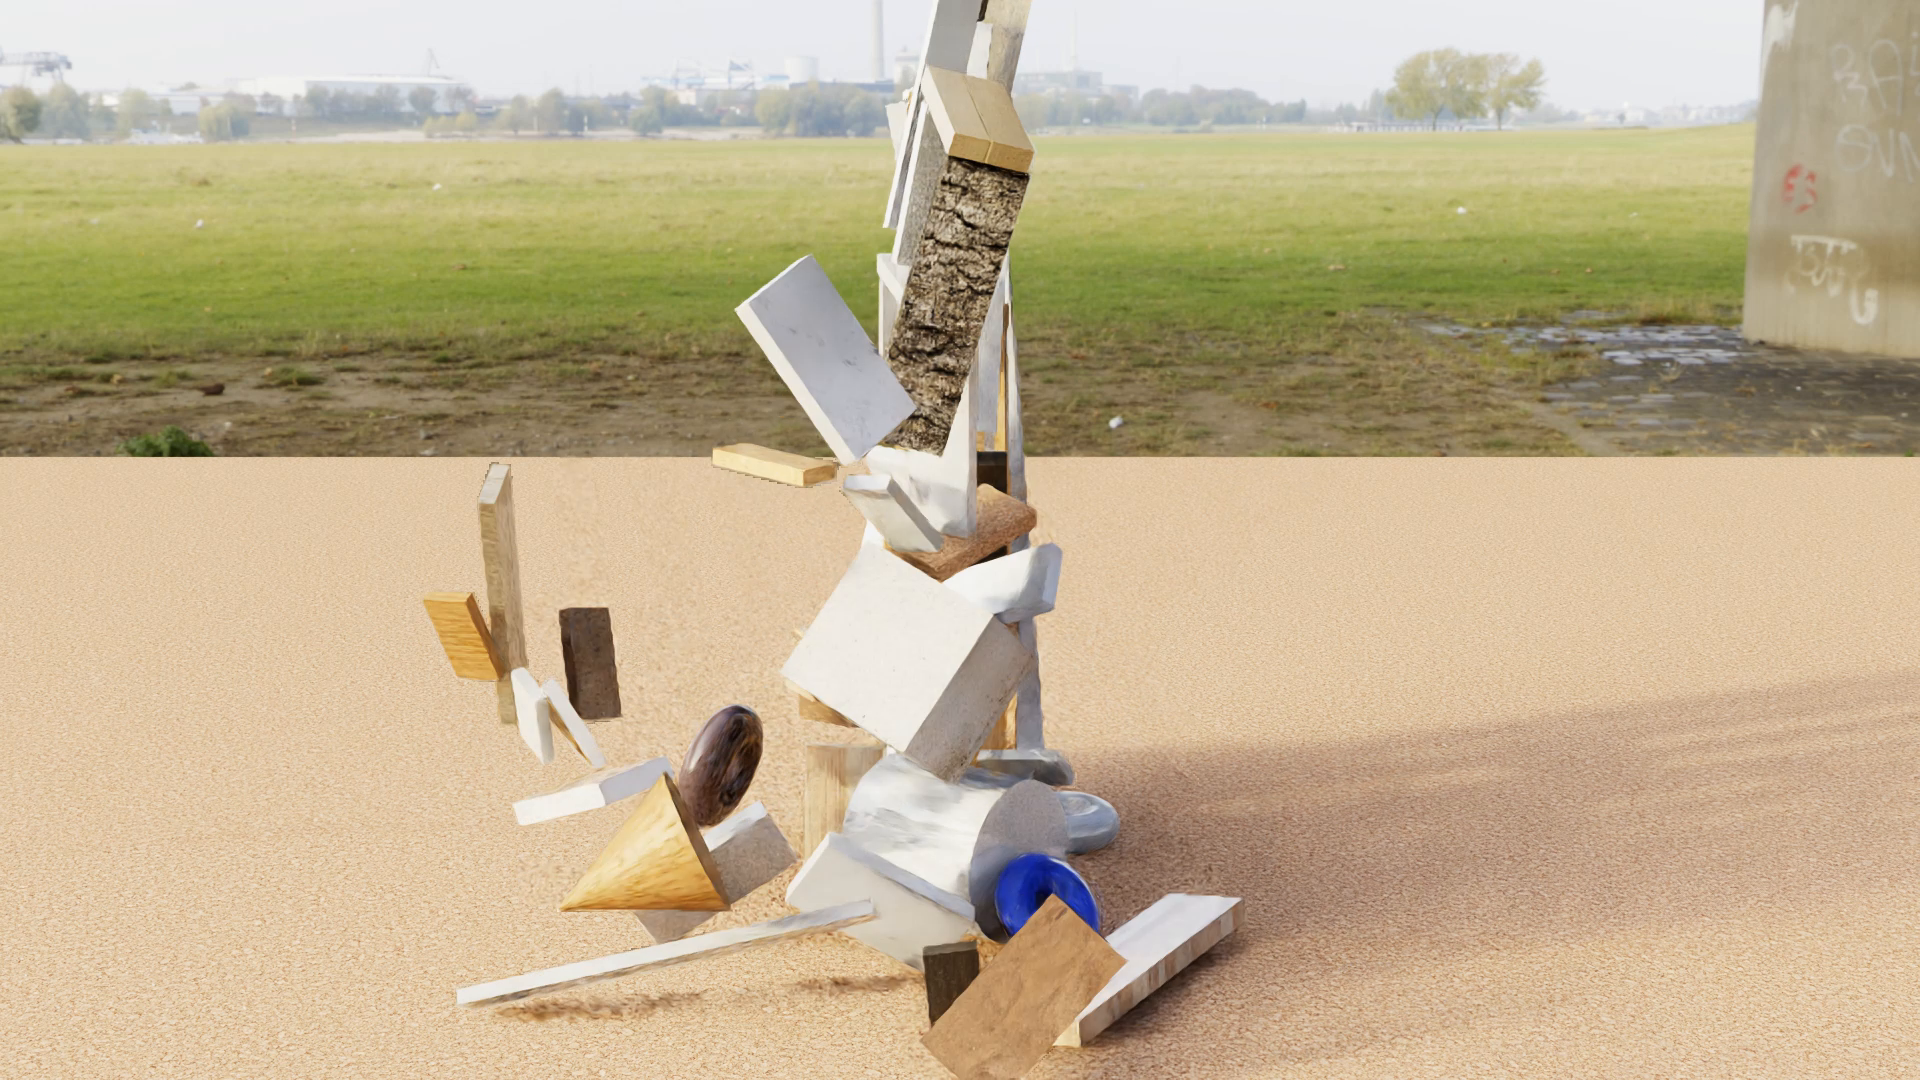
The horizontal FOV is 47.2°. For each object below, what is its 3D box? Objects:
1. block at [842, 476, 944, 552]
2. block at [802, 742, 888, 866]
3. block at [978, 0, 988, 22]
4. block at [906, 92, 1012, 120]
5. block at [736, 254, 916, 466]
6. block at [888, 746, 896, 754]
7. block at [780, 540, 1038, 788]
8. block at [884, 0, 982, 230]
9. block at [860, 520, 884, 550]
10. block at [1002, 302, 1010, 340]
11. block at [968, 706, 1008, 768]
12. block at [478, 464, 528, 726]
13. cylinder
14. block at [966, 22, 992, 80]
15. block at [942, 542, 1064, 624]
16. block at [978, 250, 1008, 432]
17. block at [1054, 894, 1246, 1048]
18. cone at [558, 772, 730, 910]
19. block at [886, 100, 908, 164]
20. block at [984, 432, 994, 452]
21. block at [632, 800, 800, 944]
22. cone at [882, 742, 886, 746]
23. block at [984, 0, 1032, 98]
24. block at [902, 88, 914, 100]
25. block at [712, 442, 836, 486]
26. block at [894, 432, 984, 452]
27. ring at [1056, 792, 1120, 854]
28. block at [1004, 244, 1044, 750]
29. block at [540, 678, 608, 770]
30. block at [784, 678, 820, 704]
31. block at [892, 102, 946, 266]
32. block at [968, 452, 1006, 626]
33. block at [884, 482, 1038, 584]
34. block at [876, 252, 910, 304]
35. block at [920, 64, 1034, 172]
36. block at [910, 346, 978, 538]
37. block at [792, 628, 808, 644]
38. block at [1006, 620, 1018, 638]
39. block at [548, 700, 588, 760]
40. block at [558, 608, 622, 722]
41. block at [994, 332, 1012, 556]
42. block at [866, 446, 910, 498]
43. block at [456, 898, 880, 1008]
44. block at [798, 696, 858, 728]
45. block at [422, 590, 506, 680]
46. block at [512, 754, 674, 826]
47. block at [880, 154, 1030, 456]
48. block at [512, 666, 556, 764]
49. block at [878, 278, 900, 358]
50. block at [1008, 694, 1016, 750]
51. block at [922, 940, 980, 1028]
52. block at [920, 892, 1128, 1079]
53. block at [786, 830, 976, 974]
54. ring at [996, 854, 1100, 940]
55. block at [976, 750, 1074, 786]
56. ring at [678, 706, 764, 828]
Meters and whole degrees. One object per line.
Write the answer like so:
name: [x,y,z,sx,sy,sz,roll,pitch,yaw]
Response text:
block: [-0.100,-0.039,3.304,0.082,0.023,0.165,2,-34,35]
block: [-0.190,0.467,3.611,0.130,0.260,0.037,2,2,11]
block: [0.010,-0.842,3.386,0.070,0.020,0.140,7,-16,-5]
block: [0.000,-0.670,3.588,0.174,0.049,0.347,1,23,0]
block: [-0.180,-0.245,2.986,0.129,0.258,0.037,-43,16,-32]
block: [-0.081,0.445,3.760,0.130,0.260,0.037,1,-22,34]
block: [-0.074,0.192,3.354,0.240,0.240,0.240,30,-7,25]
block: [-0.042,-0.651,3.352,0.070,0.370,0.020,10,8,-25]
block: [-0.131,0.079,3.717,0.032,0.228,0.114,-2,23,-46]
block: [-0.008,-0.336,3.797,0.143,0.040,0.285,4,31,9]
block: [0.005,0.399,3.849,0.157,0.314,0.044,0,-10,0]
block: [-0.671,0.089,3.240,0.023,0.452,0.082,6,42,1]
cylinder: [-0.008,0.487,3.512,0.259,0.259,0.259,8,13,37]
block: [0.008,-0.742,3.449,0.070,0.140,0.020,7,11,2]
block: [0.061,0.085,3.586,0.228,0.114,0.032,-18,-44,35]
block: [-0.017,-0.387,3.532,0.174,0.418,0.049,3,12,-3]
block: [0.249,0.626,3.249,0.129,0.037,0.563,-2,8,31]
cone: [-0.452,0.456,2.992,0.210,0.210,0.210,-26,14,-5]
block: [0.016,-0.162,4.134,0.056,1.321,0.016,-8,10,15]
block: [-0.014,-0.153,3.808,0.143,0.285,0.040,9,36,18]
block: [-0.386,0.518,3.403,0.252,0.126,0.036,-32,42,-6]
cone: [-0.005,0.428,4.237,0.248,0.248,0.248,25,6,-12]
block: [0.036,-0.821,3.512,0.136,0.273,0.039,13,2,0]
block: [-0.045,-0.816,4.011,0.112,0.016,0.056,-7,-10,40]
block: [-0.275,-0.112,3.245,0.165,0.023,0.082,14,15,29]
block: [-0.036,-0.162,3.583,0.112,0.032,0.223,1,2,-10]
ring: [0.183,0.505,3.942,0.206,0.069,0.206,1,12,0]
block: [0.065,-0.090,4.095,0.113,1.176,0.032,-2,10,11]
block: [-0.559,0.267,3.188,0.020,0.144,0.072,-33,2,-13]
block: [-0.206,0.235,3.682,0.160,0.023,0.080,-9,25,-44]
block: [-0.019,-0.525,3.300,0.121,0.241,0.034,7,15,-17]
block: [0.022,0.002,3.654,0.112,0.378,0.032,0,46,2]
block: [0.002,-0.011,3.443,0.114,0.032,0.228,28,43,35]
block: [-0.053,-0.392,3.350,0.104,0.029,0.208,-4,27,-15]
block: [0.023,-0.612,3.187,0.121,0.034,0.241,10,32,-18]
block: [-0.025,-0.177,3.343,0.104,0.348,0.029,13,27,27]
block: [-0.201,0.191,3.706,0.160,0.023,0.080,25,6,40]
block: [0.003,0.194,3.981,0.157,0.044,0.314,2,11,11]
block: [-0.599,0.285,3.342,0.072,0.020,0.144,42,-12,23]
block: [-0.561,0.188,3.338,0.023,0.169,0.080,-15,-10,40]
block: [0.017,-0.111,4.000,0.143,0.551,0.040,3,24,10]
block: [-0.073,-0.055,3.701,0.112,0.223,0.032,11,47,35]
block: [-0.412,0.589,3.126,0.602,0.021,0.075,-13,-18,2]
block: [-0.133,0.286,3.720,0.130,0.037,0.260,6,3,43]
block: [-0.728,0.141,3.233,0.075,0.149,0.021,2,39,23]
block: [-0.549,0.375,3.283,0.126,0.036,0.252,-20,1,-42]
block: [-0.023,-0.339,3.185,0.121,0.430,0.034,14,16,-13]
block: [-0.635,0.262,3.275,0.020,0.144,0.072,-26,52,-26]
block: [-0.072,-0.308,3.452,0.104,0.208,0.029,-4,19,-12]
block: [0.024,0.361,4.055,0.157,0.314,0.044,1,-10,3]
block: [-0.008,0.626,3.043,0.075,0.149,0.021,-7,25,-4]
block: [0.083,0.599,2.862,0.129,0.258,0.037,42,-3,11]
block: [-0.117,0.540,3.259,0.252,0.126,0.036,30,27,-13]
ring: [0.135,0.567,3.383,0.184,0.184,0.061,-11,-26,-46]
block: [0.112,0.389,3.754,0.151,0.076,0.021,-2,49,27]
ring: [-0.412,0.389,3.781,0.075,0.226,0.226,22,17,15]
